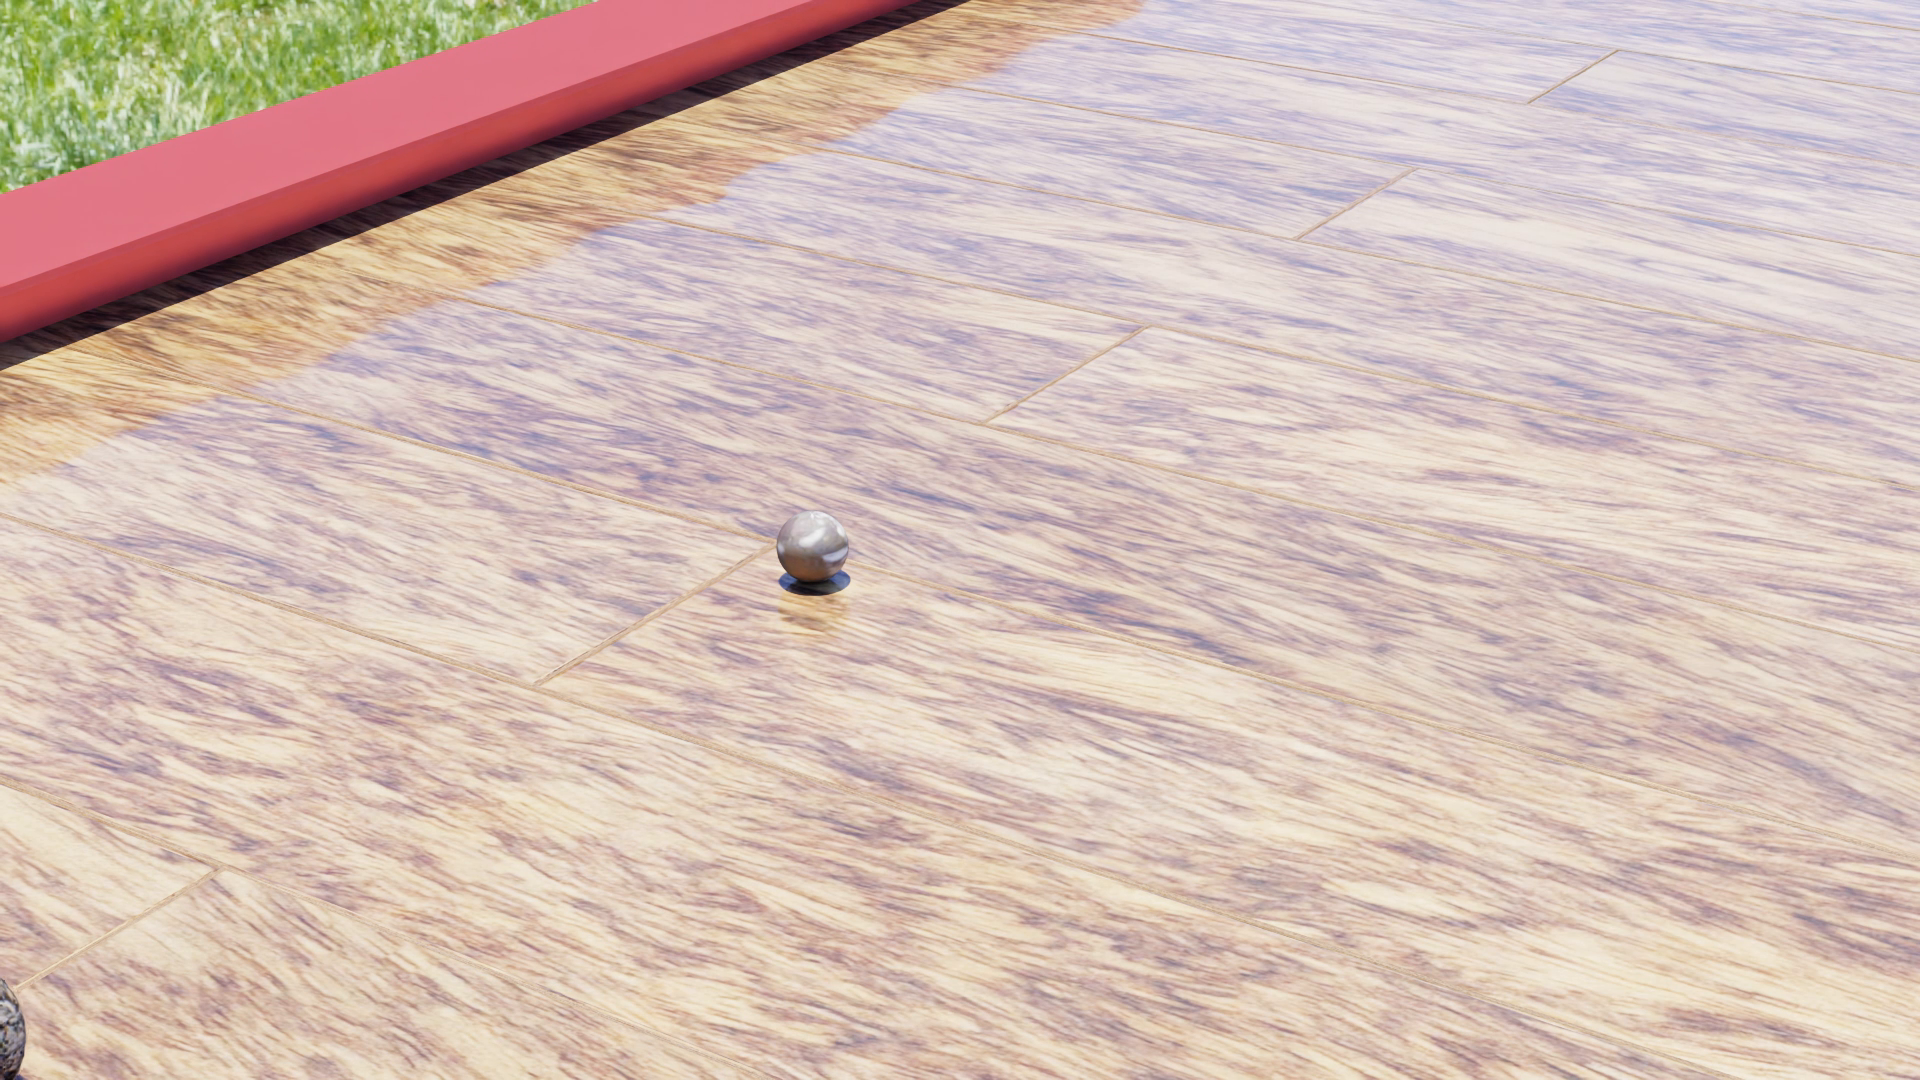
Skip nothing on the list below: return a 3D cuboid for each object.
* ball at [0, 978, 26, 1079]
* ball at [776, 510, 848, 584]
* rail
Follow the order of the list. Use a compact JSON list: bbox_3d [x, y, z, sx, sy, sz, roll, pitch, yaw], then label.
[{"bbox_3d":[-0.471,0.231,1.356,0.077,0.077,0.077,0,24,0],"label":"ball"},{"bbox_3d":[-0.095,0.004,1.893,0.047,0.047,0.047,0,24,0],"label":"ball"},{"bbox_3d":[-0.259,-0.504,2.930,0.045,0.114,3.309,15,28,30],"label":"rail"}]
